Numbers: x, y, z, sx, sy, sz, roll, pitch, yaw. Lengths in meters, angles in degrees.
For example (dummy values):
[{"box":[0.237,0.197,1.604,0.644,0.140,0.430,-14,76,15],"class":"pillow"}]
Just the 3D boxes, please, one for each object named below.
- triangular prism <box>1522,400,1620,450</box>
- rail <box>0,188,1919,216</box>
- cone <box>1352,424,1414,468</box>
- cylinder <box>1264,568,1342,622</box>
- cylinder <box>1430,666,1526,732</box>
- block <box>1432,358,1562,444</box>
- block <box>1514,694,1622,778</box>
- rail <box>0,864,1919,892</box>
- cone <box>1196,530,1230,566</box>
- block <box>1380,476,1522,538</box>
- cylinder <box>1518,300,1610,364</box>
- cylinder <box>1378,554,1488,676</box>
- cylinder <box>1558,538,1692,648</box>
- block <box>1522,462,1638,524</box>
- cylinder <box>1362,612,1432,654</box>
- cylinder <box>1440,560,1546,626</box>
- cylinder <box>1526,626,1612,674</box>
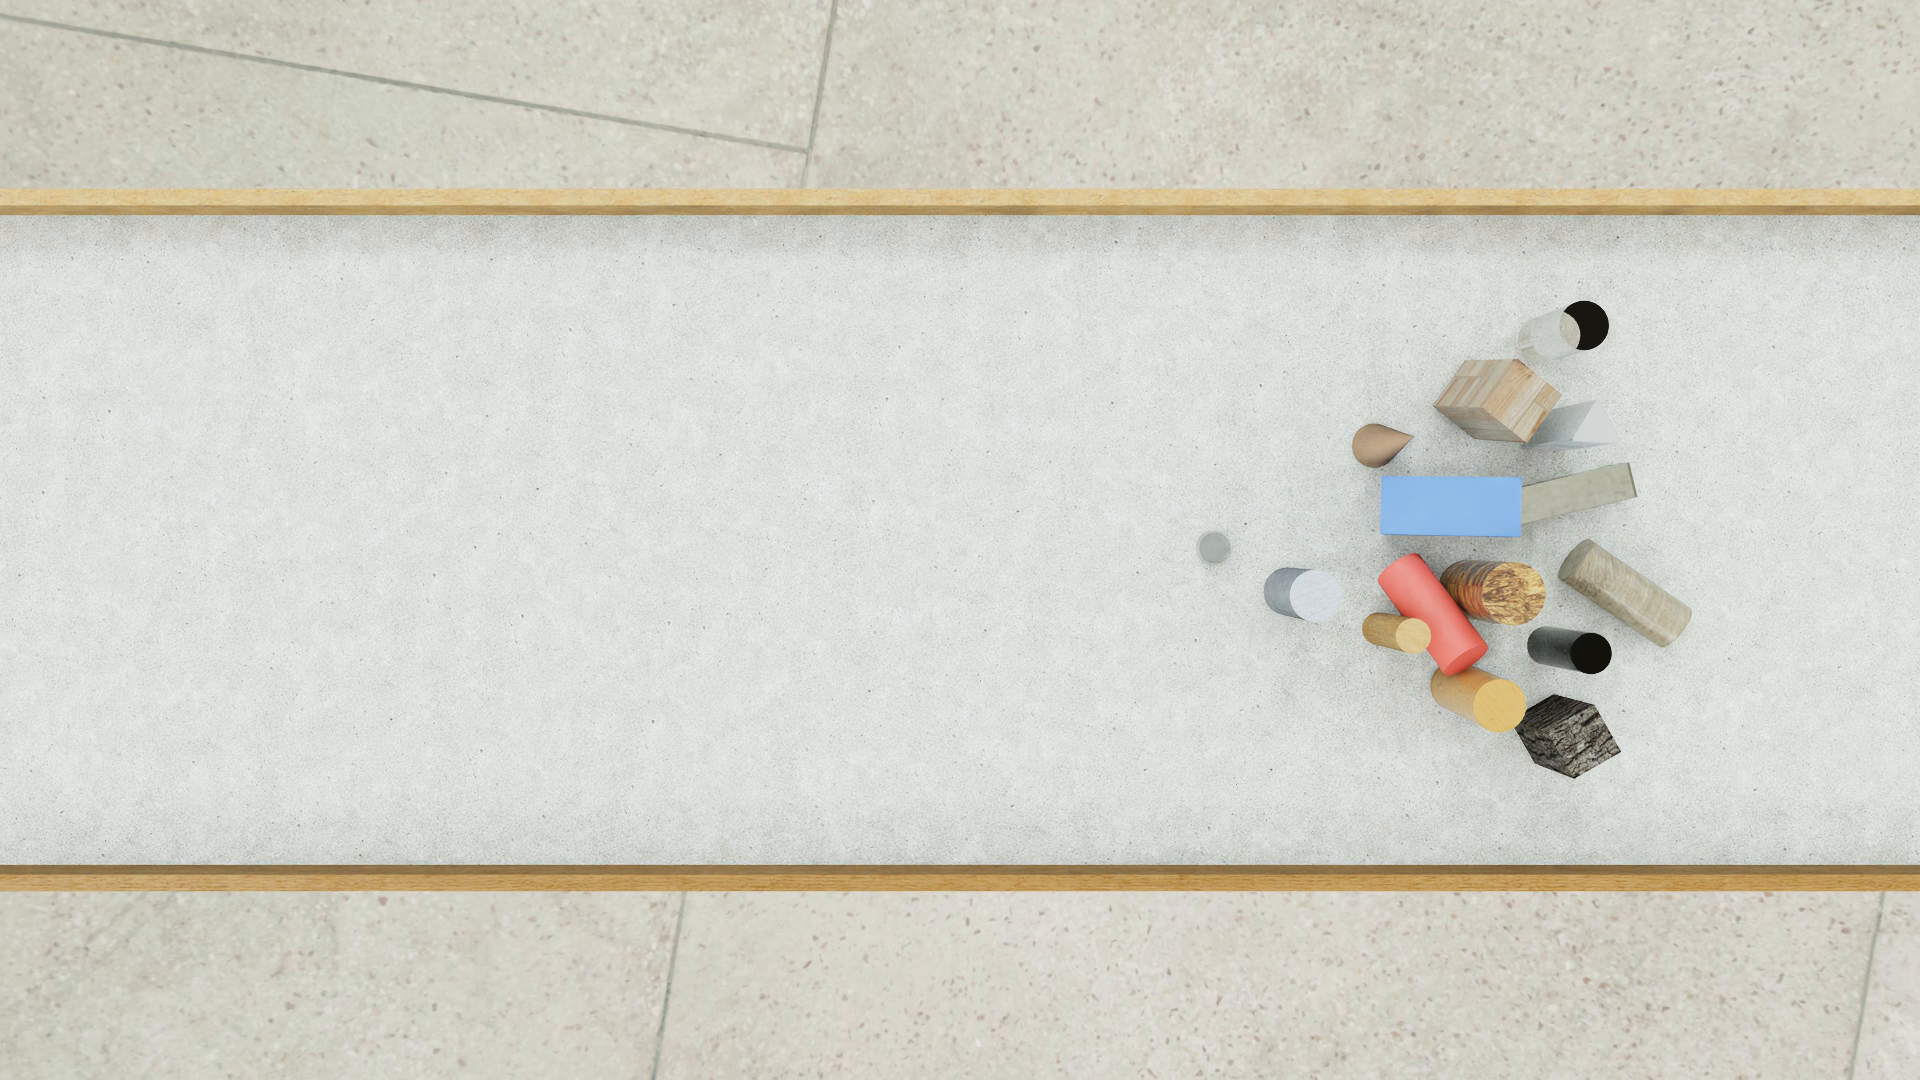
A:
[{"box":[1.796,-0.338,4.862,0.136,0.429,0.117,2,90,0],"class":"triangular prism"},{"box":[-2.247,-1.025,5.002,12.000,0.150,0.050,0,90,0],"class":"rail"},{"box":[1.275,-0.290,4.852,0.137,0.448,0.137,0,90,0],"class":"cone"},{"box":[1.008,0.158,4.875,0.149,0.403,0.149,0,90,0],"class":"cylinder"},{"box":[1.529,0.460,4.883,0.154,0.377,0.154,0,94,-2],"class":"cylinder"},{"box":[1.587,-0.414,4.891,0.172,0.347,0.172,36,90,-9],"class":"block"},{"box":[1.798,0.581,4.913,0.157,0.327,0.157,-30,90,0],"class":"block"},{"box":[-2.247,1.025,5.001,12.000,0.150,0.050,0,90,0],"class":"rail"},{"box":[0.779,0.024,4.908,0.107,0.338,0.107,0,90,0],"class":"cone"},{"box":[1.469,-0.099,4.932,0.397,0.173,0.173,1,90,18],"class":"block"},{"box":[1.789,-0.615,4.901,0.143,0.350,0.143,0,90,0],"class":"cylinder"},{"box":[1.410,0.221,4.925,0.150,0.150,0.350,-30,60,0],"class":"cylinder"},{"box":[2.015,0.161,5.002,0.367,0.149,0.149,34,90,0],"class":"cylinder"},{"box":[1.838,-0.137,5.023,0.393,0.108,0.108,-13,90,0],"class":"block"},{"box":[1.288,0.273,4.881,0.101,0.391,0.101,0,90,0],"class":"cylinder"},{"box":[1.561,0.151,4.863,0.180,0.428,0.180,0,90,0],"class":"cylinder"},{"box":[1.805,0.325,4.896,0.119,0.361,0.119,0,90,0],"class":"cylinder"}]
